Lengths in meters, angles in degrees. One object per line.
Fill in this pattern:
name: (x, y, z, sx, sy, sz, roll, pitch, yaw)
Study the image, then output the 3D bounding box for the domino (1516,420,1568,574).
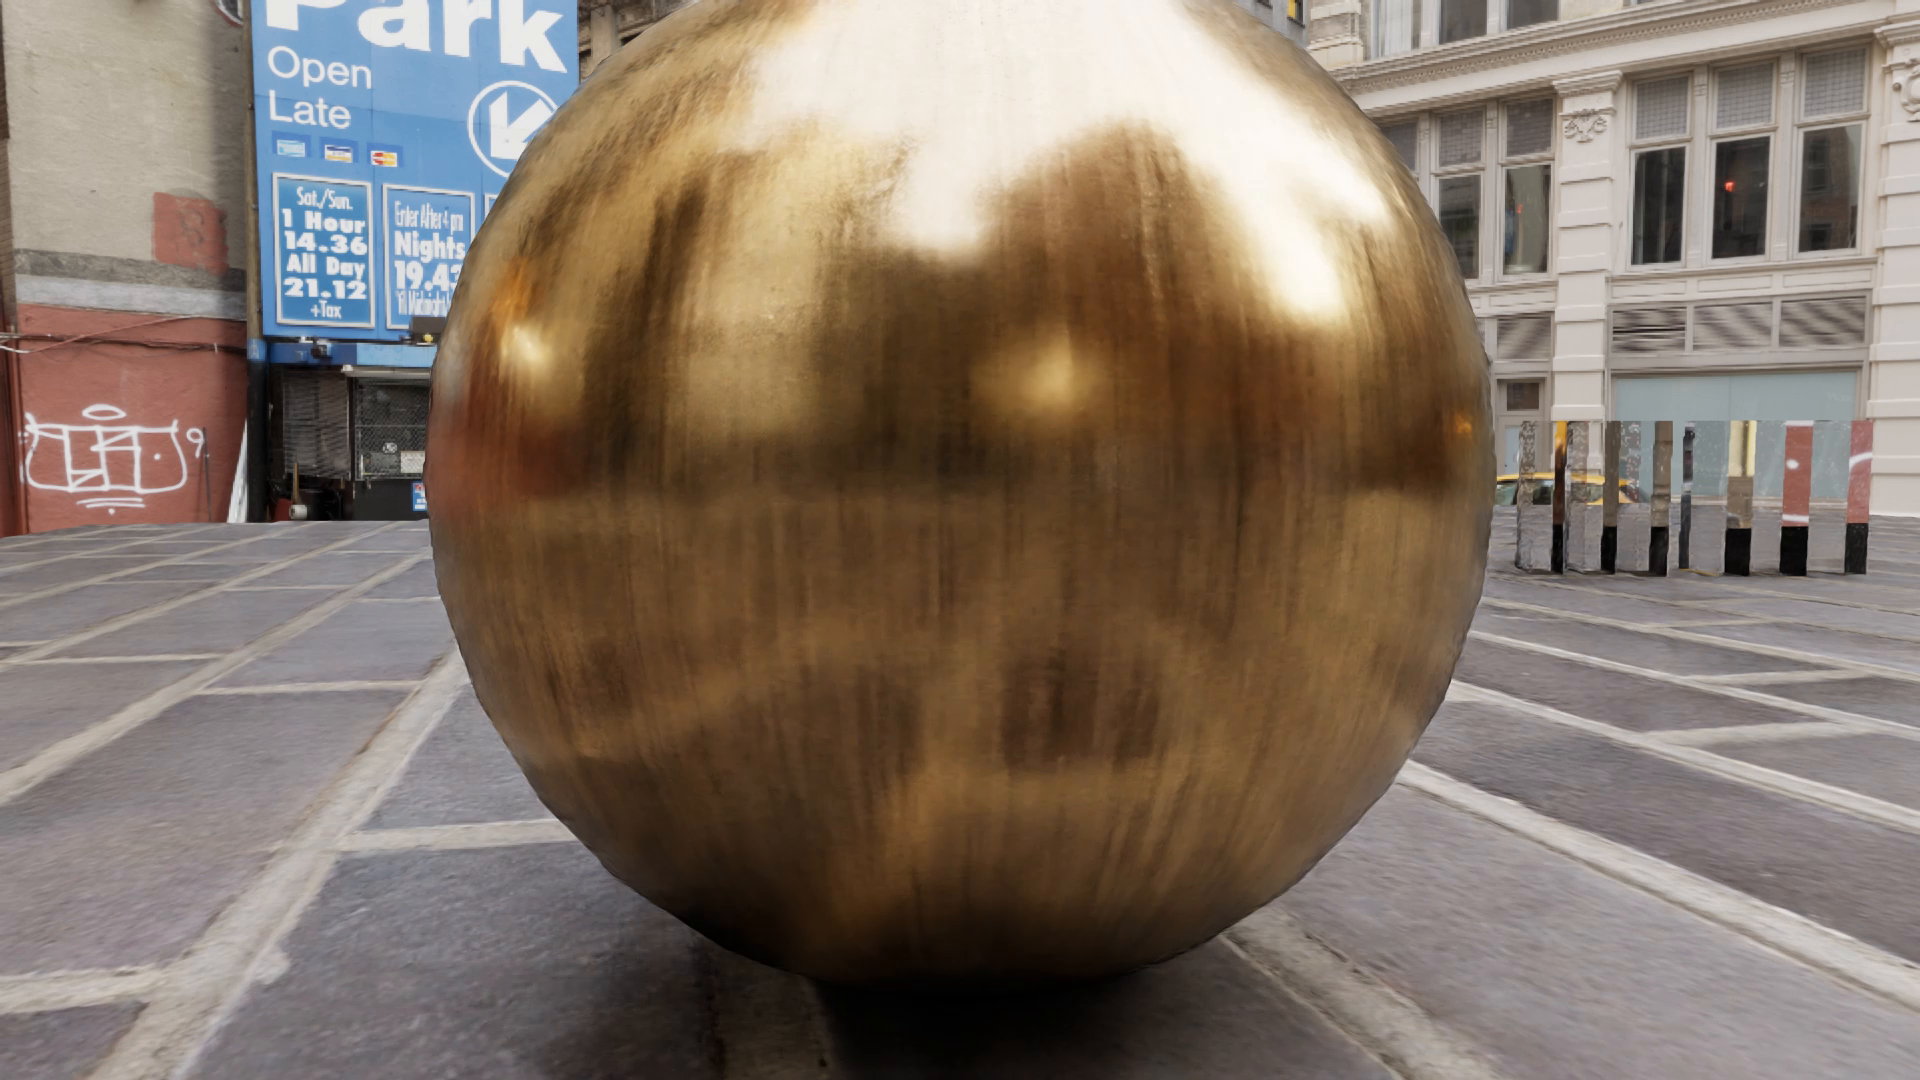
domino: (0.195, -0.015, 0.430, 0.009, 0.050, 0.025, 1, 4, 13)

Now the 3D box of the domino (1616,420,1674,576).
domino: (0.225, -0.014, 0.424, 0.010, 0.050, 0.025, 1, 4, 8)

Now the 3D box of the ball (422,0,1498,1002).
ball: (0.000, -0.005, 0.103, 0.080, 0.080, 0.080, 0, 4, 0)

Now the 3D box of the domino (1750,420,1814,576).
domino: (0.266, -0.014, 0.422, 0.009, 0.050, 0.025, -1, 4, -8)

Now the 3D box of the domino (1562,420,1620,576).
domino: (0.210, -0.014, 0.427, 0.009, 0.050, 0.025, 1, 4, 11)

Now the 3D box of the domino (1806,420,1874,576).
domino: (0.288, -0.015, 0.427, 0.009, 0.050, 0.025, -1, 4, -17)

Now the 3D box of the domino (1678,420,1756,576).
domino: (0.249, -0.014, 0.422, 0.009, 0.050, 0.025, 0, 4, 2)
